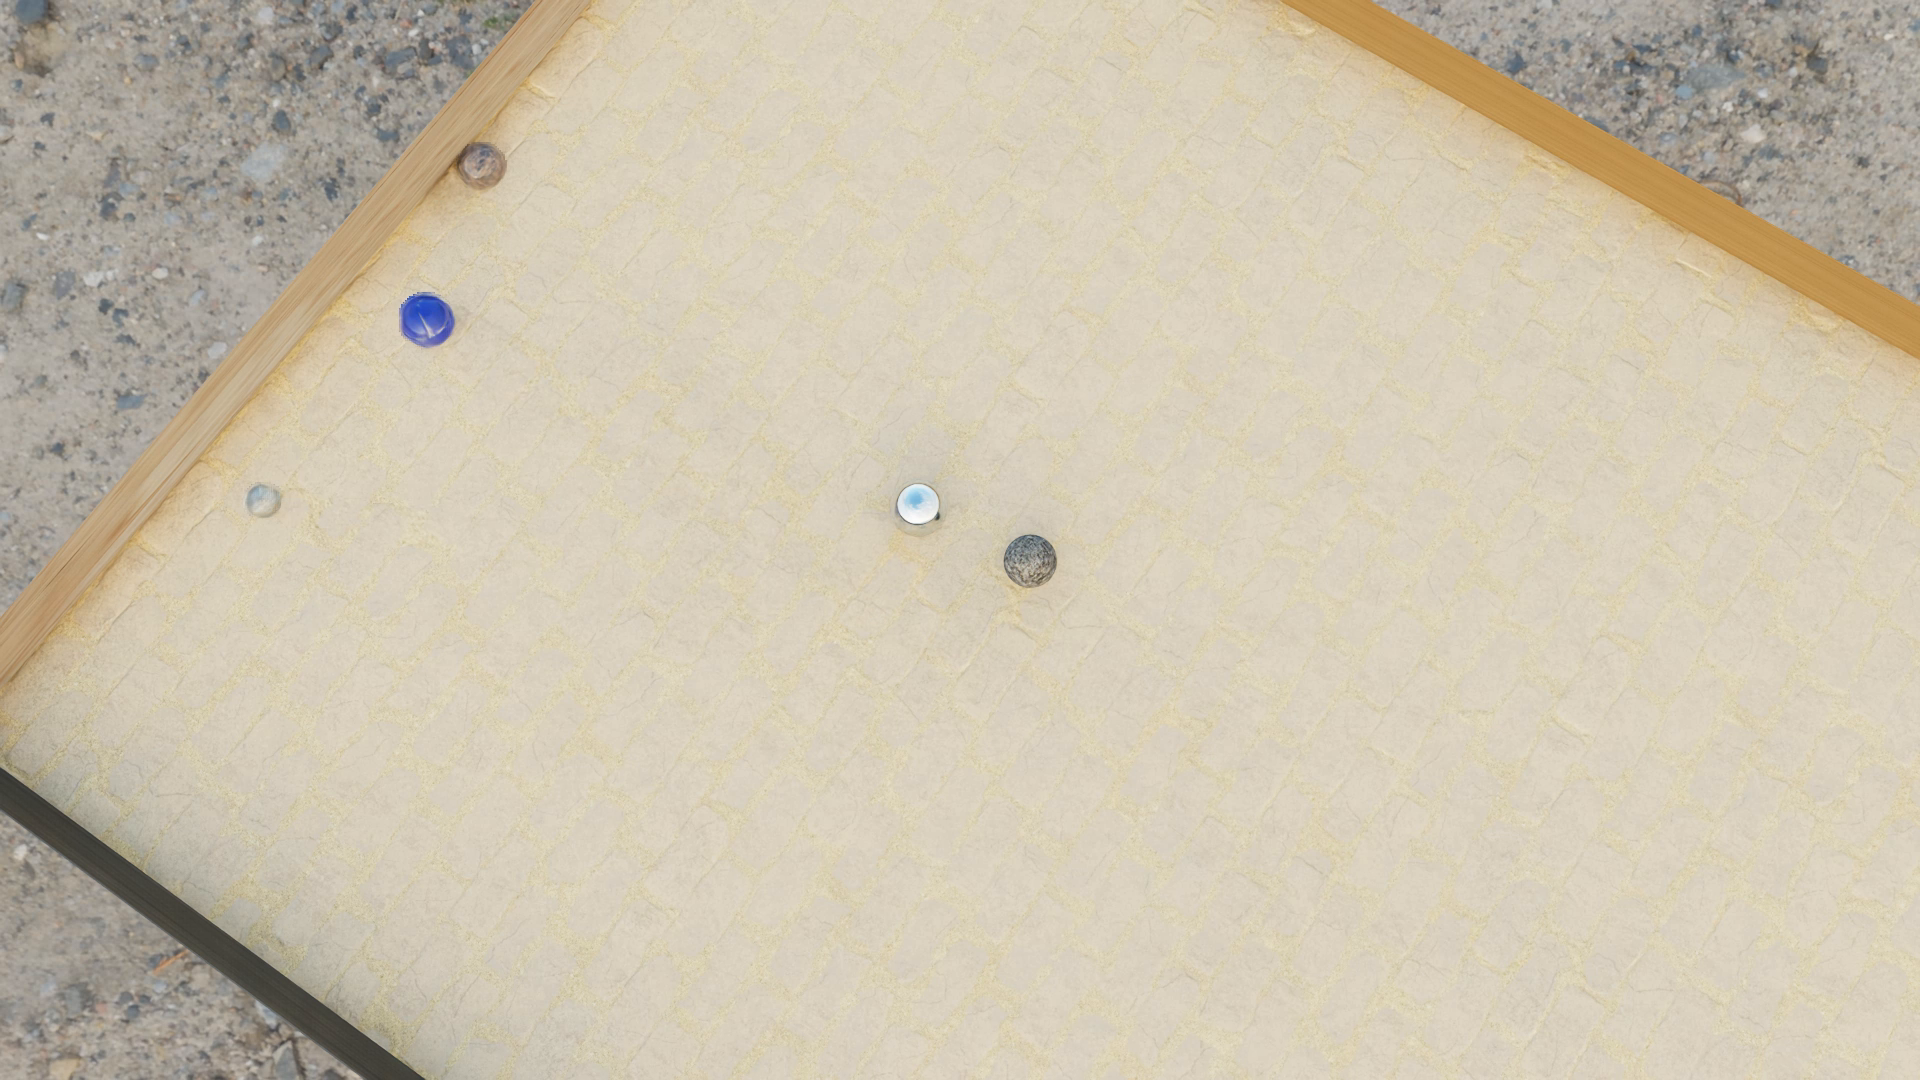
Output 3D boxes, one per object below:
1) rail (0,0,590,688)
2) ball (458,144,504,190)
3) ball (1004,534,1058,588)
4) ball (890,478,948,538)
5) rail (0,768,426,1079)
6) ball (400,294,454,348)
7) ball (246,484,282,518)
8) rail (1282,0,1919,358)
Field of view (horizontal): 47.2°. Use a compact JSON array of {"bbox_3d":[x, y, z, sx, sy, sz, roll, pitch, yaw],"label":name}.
[{"bbox_3d":[-0.900,-0.580,3.624,0.045,0.119,2.313,32,73,11],"label":"rail"},{"bbox_3d":[-0.798,-0.621,3.662,0.077,0.077,0.077,0,70,0],"label":"ball"},{"bbox_3d":[0.109,0.033,3.421,0.083,0.083,0.083,0,70,0],"label":"ball"},{"bbox_3d":[-0.065,-0.050,3.447,0.092,0.092,0.092,0,70,0],"label":"ball"},{"bbox_3d":[0.285,1.460,2.883,4.444,0.119,0.045,32,73,11],"label":"rail"},{"bbox_3d":[-0.862,-0.354,3.560,0.086,0.086,0.086,0,70,0],"label":"ball"},{"bbox_3d":[-1.099,-0.061,3.470,0.055,0.055,0.055,0,70,0],"label":"ball"},{"bbox_3d":[1.555,-0.303,3.523,4.444,0.119,0.045,32,73,11],"label":"rail"}]
